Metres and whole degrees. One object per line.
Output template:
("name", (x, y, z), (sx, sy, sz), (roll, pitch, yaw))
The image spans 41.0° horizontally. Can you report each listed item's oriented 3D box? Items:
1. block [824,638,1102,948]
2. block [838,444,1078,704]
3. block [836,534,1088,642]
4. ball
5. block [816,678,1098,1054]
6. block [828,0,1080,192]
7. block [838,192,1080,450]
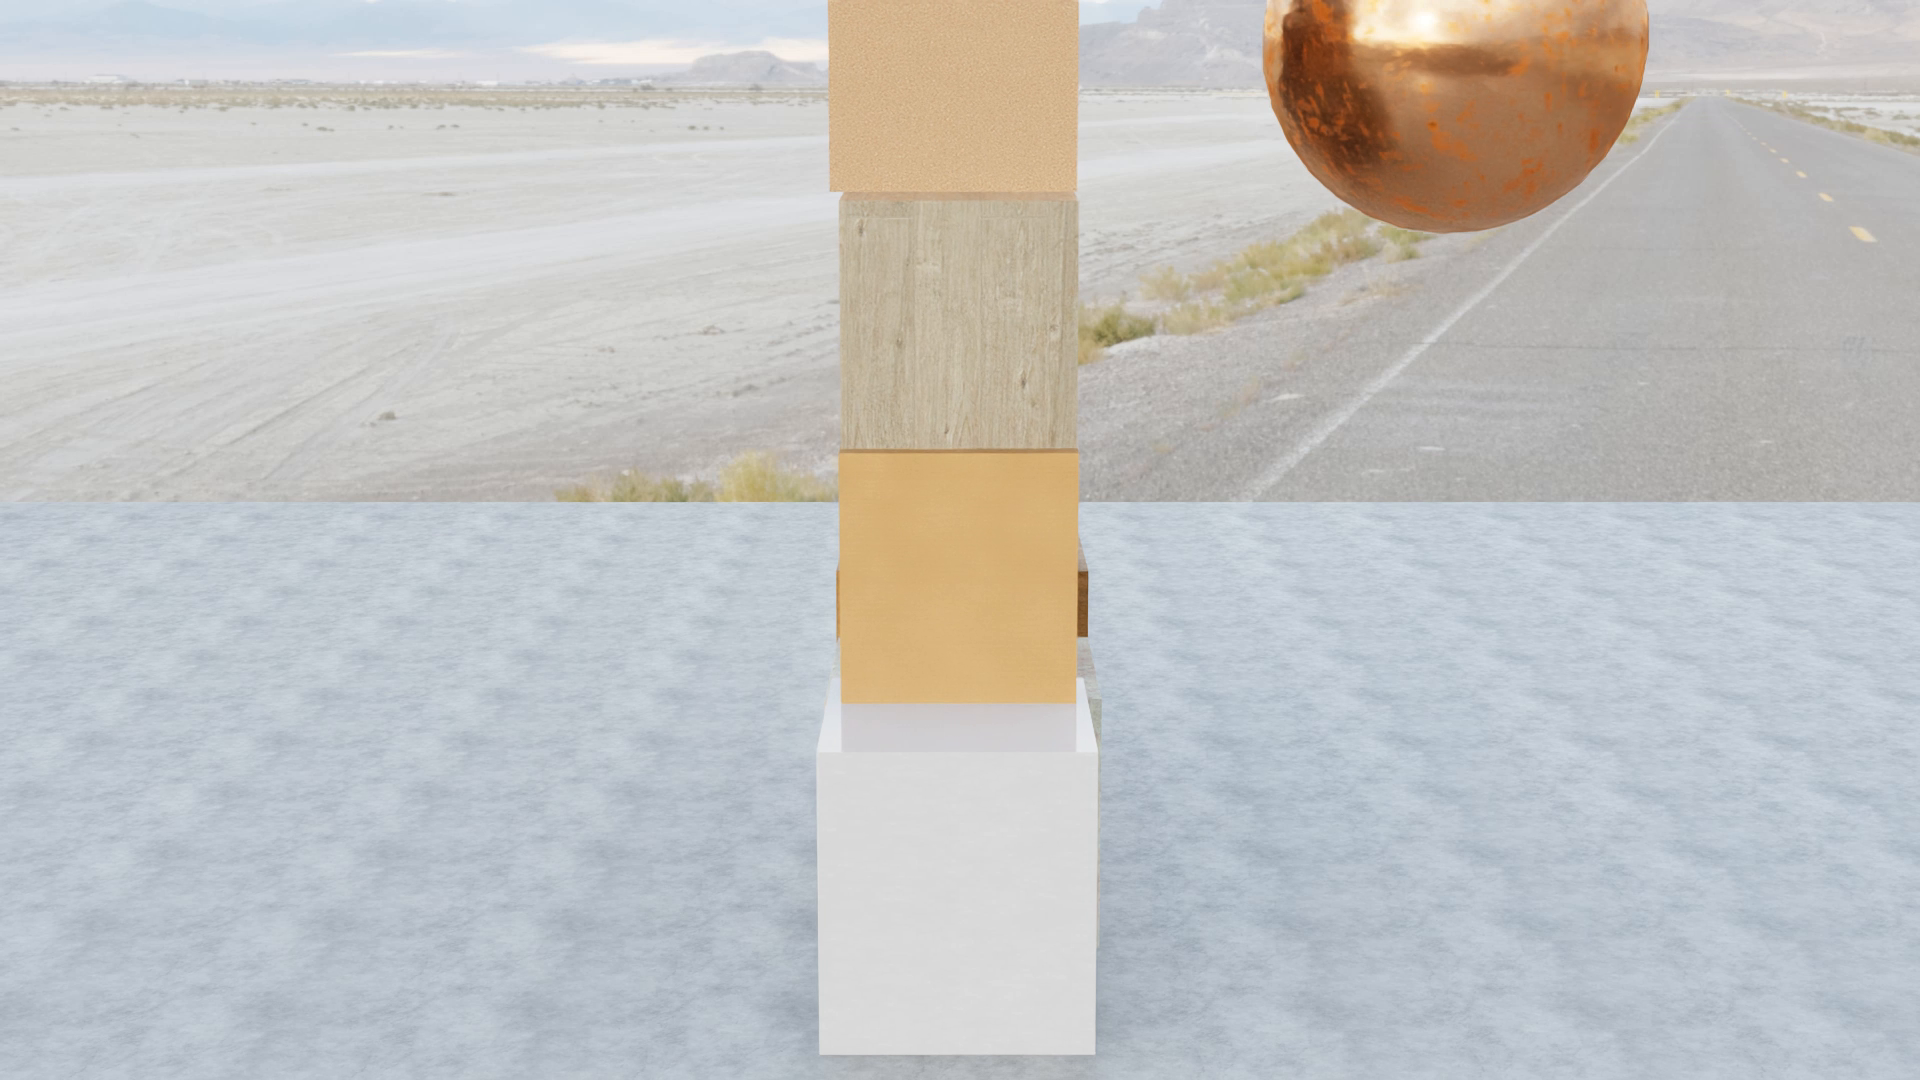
("block", (0.013, 1.045, 10.903), (1.106, 1.042, 1.141), (0, 10, 0))
("block", (-0.006, 0.047, 10.184), (0.900, 0.971, 0.986), (0, 12, 0))
("block", (0.011, 0.617, 12.885), (1.198, 1.176, 1.230), (0, 10, 0))
("ball", (2.074, -2.095, 10.799), (1.600, 1.600, 1.600), (0, 10, 0))
("block", (-0.010, 1.208, 9.762), (1.000, 1.131, 1.140), (0, 10, 0))
("block", (-0.031, -1.902, 10.276), (0.959, 0.939, 0.901), (0, 12, -1))
("block", (-0.004, -0.890, 10.016), (0.891, 0.932, 0.864), (0, 12, 0))
